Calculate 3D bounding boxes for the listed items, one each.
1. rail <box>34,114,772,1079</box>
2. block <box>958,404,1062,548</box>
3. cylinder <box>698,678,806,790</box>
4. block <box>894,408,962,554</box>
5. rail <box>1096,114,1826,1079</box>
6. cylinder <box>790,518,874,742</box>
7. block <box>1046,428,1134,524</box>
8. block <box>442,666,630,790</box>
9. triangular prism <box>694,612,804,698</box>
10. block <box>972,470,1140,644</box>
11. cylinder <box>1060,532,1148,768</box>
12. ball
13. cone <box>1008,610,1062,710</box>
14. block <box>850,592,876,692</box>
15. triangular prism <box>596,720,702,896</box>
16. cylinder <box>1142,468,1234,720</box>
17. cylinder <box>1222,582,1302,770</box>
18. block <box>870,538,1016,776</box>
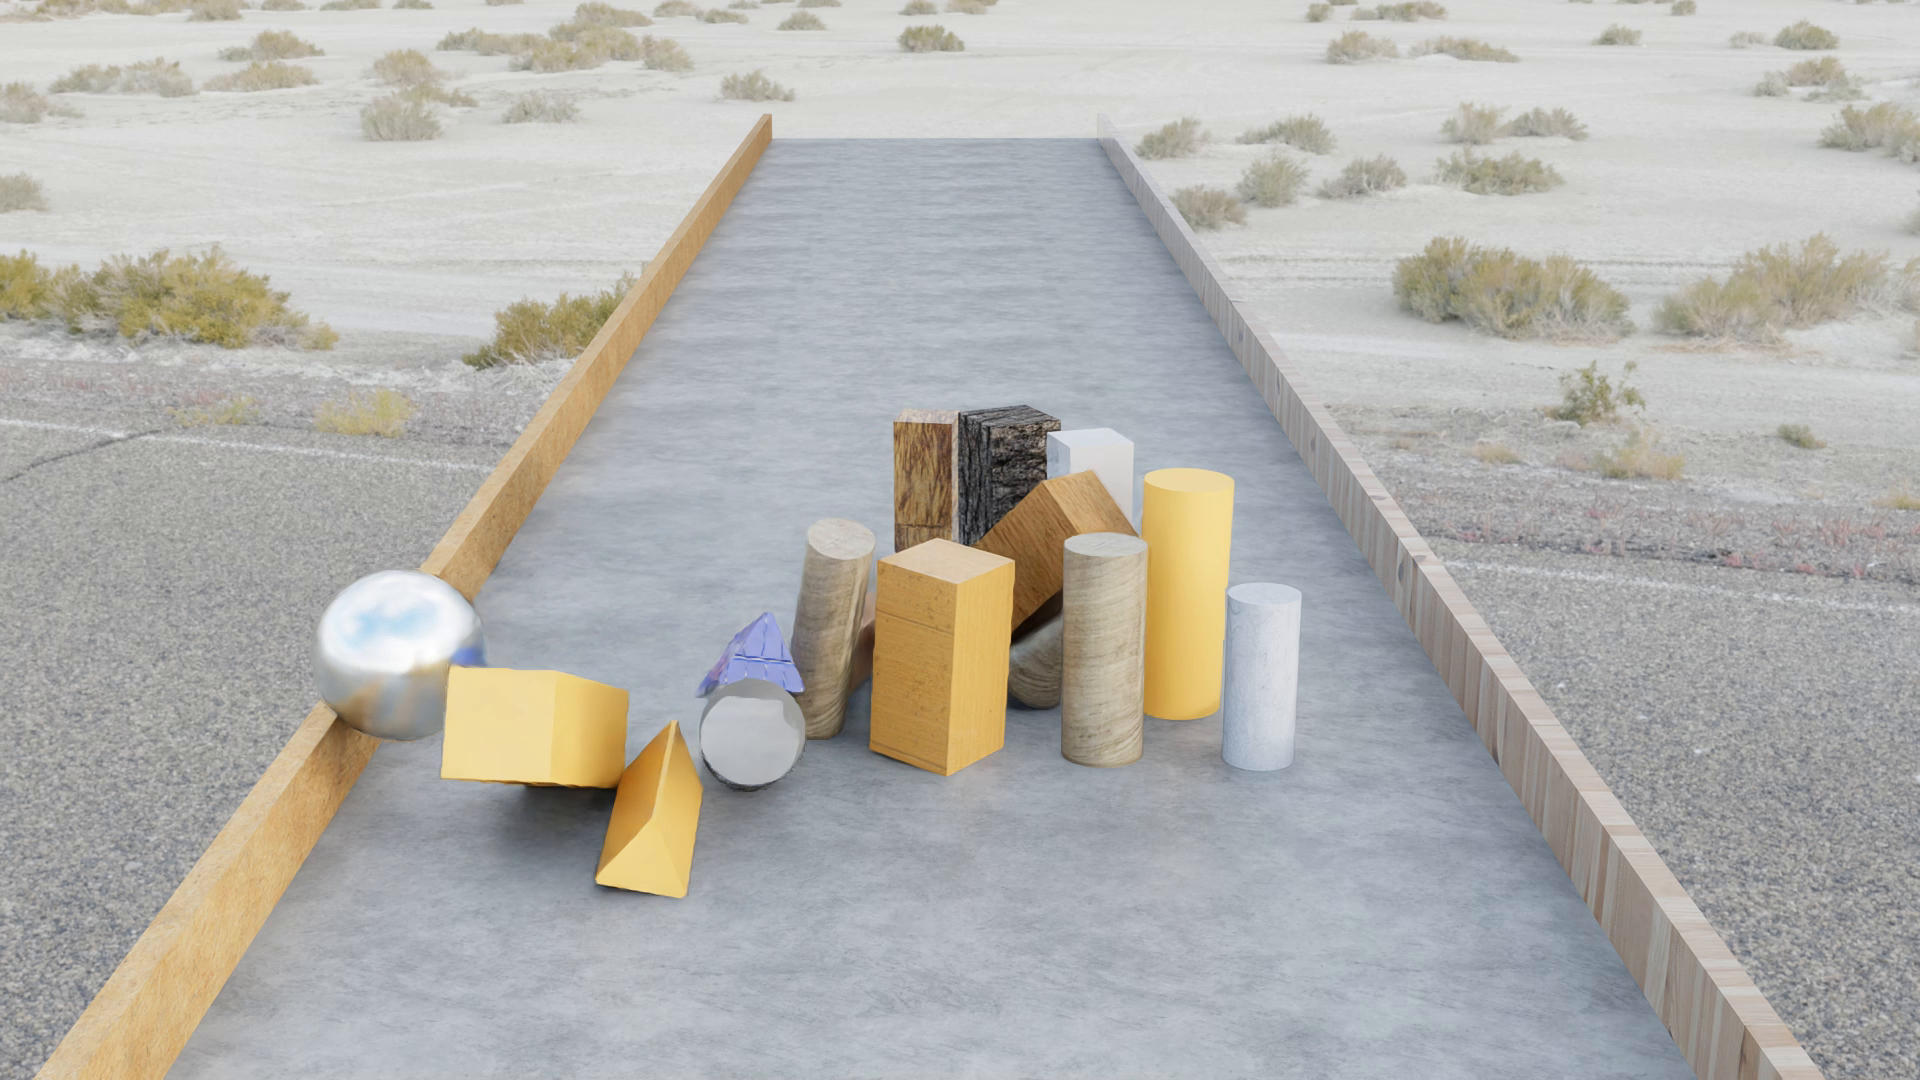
[{"bbox_3d":[-1.118,-0.838,7.780,0.050,0.150,12.000,0,17,-1],"label":"rail"},{"bbox_3d":[0.101,-0.044,4.600,0.158,0.441,0.158,-8,18,-25],"label":"block"},{"bbox_3d":[-0.341,0.321,3.571,0.163,0.163,0.442,-2,-7,-7],"label":"cylinder"},{"bbox_3d":[-0.071,-0.094,4.886,0.129,0.373,0.129,3,17,9],"label":"block"},{"bbox_3d":[0.932,-0.844,7.801,0.050,0.150,12.000,0,17,-1],"label":"rail"},{"bbox_3d":[-0.238,0.163,3.913,0.118,0.424,0.118,7,37,-5],"label":"cylinder"},{"bbox_3d":[0.254,0.019,4.363,0.131,0.457,0.131,-5,17,-17],"label":"block"},{"bbox_3d":[-0.683,0.312,3.586,0.170,0.170,0.441,2,-8,6],"label":"block"},{"bbox_3d":[-0.362,0.204,3.794,0.141,0.122,0.435,7,-8,-11],"label":"triangular prism"},{"bbox_3d":[0.115,0.075,4.193,0.174,0.435,0.174,-14,66,-53],"label":"block"},{"bbox_3d":[0.254,0.195,3.889,0.147,0.390,0.147,0,17,0],"label":"cylinder"},{"bbox_3d":[-0.943,0.193,3.706,0.288,0.288,0.288,0,17,0],"label":"ball"},{"bbox_3d":[0.230,0.145,4.074,0.150,0.370,0.150,24,38,-21],"label":"cone"},{"bbox_3d":[-0.214,0.193,4.270,0.112,0.112,0.420,7,9,10],"label":"block"},{"bbox_3d":[-0.487,0.419,3.551,0.137,0.119,0.417,11,16,-6],"label":"triangular prism"},{"bbox_3d":[0.416,0.100,4.112,0.166,0.440,0.166,1,17,0],"label":"cylinder"},{"bbox_3d":[0.532,0.240,3.881,0.128,0.306,0.128,0,17,0],"label":"cylinder"},{"bbox_3d":[-0.032,0.205,3.892,0.172,0.358,0.172,16,23,33],"label":"block"}]
